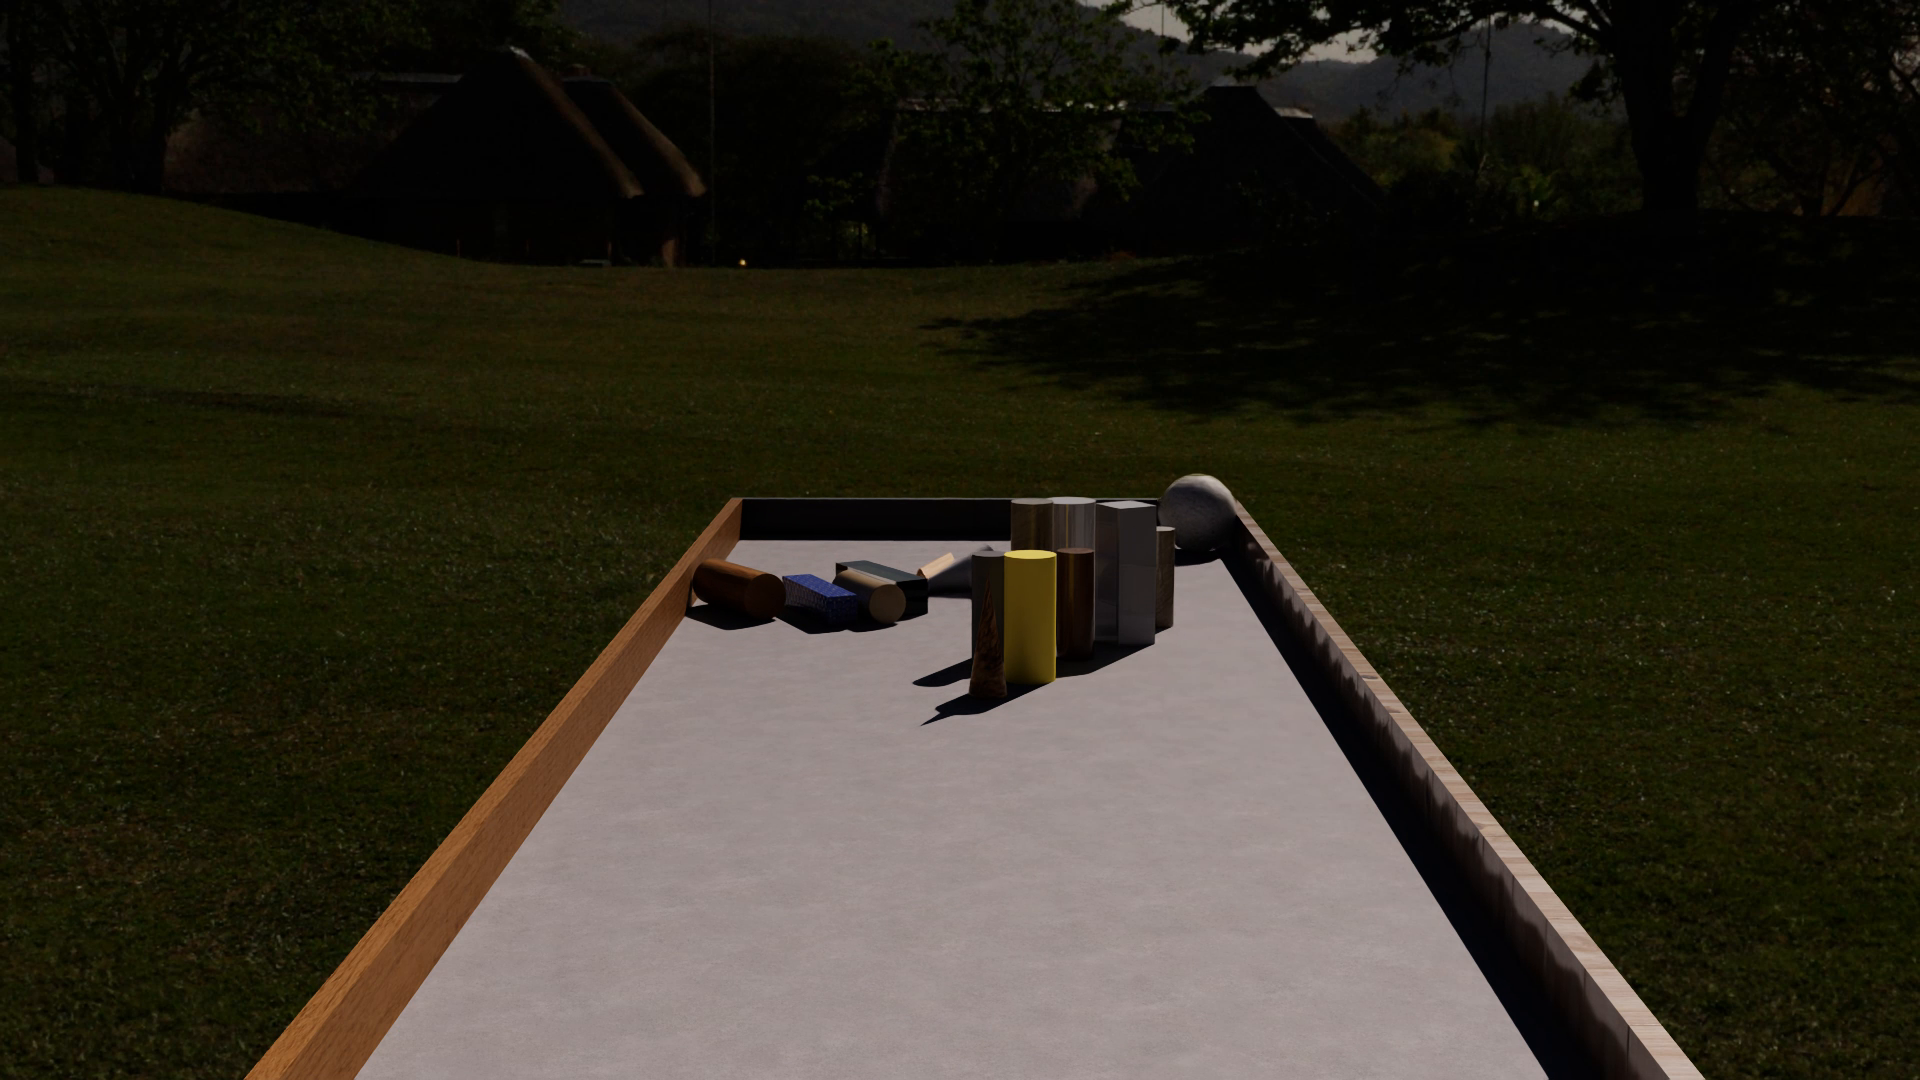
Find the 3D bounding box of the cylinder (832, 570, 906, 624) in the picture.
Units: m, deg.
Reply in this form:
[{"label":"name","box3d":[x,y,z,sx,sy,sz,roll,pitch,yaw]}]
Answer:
[{"label":"cylinder","box3d":[-0.310,0.190,7.384,0.134,0.134,0.311,-5,10,-27]}]

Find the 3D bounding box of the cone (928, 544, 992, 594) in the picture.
[{"label":"cone","box3d":[-0.048,0.145,7.838,0.360,0.165,0.165,-17,14,-19]}]

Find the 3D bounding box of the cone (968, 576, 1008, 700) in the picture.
[{"label":"cone","box3d":[0.079,0.265,6.192,0.115,0.358,0.115,0,9,0]}]

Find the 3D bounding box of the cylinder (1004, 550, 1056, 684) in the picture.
[{"label":"cylinder","box3d":[0.204,0.224,6.409,0.152,0.370,0.152,0,9,0]}]

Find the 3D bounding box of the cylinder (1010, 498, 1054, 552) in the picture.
[{"label":"cylinder","box3d":[0.226,0.103,6.909,0.134,0.454,0.134,0,9,0]}]

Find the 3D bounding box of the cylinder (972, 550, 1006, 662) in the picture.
[{"label":"cylinder","box3d":[0.092,0.202,6.691,0.114,0.326,0.114,0,9,0]}]

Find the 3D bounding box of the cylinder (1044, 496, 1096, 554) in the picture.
[{"label":"cylinder","box3d":[0.354,0.079,7.166,0.172,0.420,0.172,0,9,0]}]

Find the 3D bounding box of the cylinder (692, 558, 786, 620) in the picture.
[{"label":"cylinder","box3d":[-0.752,0.166,7.460,0.158,0.158,0.371,-6,11,-34]}]

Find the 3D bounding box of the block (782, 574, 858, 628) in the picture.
[{"label":"block","box3d":[-0.475,0.203,7.399,0.103,0.103,0.440,-4,10,-24]}]

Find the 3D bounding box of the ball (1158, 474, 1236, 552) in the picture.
[{"label":"ball","box3d":[0.939,-0.108,8.712,0.307,0.307,0.307,0,9,0]}]

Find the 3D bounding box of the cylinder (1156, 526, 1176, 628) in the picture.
[{"label":"cylinder","box3d":[0.652,0.122,7.211,0.101,0.322,0.101,0,9,0]}]

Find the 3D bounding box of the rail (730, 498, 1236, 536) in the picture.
[{"label":"rail","box3d":[0.099,-0.098,9.147,2.100,0.150,0.050,0,9,1]}]

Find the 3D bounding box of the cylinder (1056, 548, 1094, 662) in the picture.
[{"label":"cylinder","box3d":[0.352,0.197,6.706,0.115,0.333,0.115,0,9,0]}]

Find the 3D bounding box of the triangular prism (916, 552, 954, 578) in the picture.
[{"label":"triangular prism","box3d":[-0.090,0.113,8.030,0.092,0.079,0.372,3,9,16]}]

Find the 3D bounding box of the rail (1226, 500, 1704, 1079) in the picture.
[{"label":"rail","box3d":[1.046,0.843,3.208,0.050,0.150,12.000,0,9,1]}]

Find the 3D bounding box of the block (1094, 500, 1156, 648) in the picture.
[{"label":"block","box3d":[0.521,0.106,6.934,0.139,0.440,0.139,-5,10,-29]}]

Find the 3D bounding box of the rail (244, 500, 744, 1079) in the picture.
[{"label":"rail","box3d":[-1.004,0.839,3.234,0.050,0.150,12.000,0,9,1]}]

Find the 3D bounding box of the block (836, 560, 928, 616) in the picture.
[{"label":"block","box3d":[-0.273,0.165,7.586,0.120,0.120,0.438,-5,10,-31]}]
